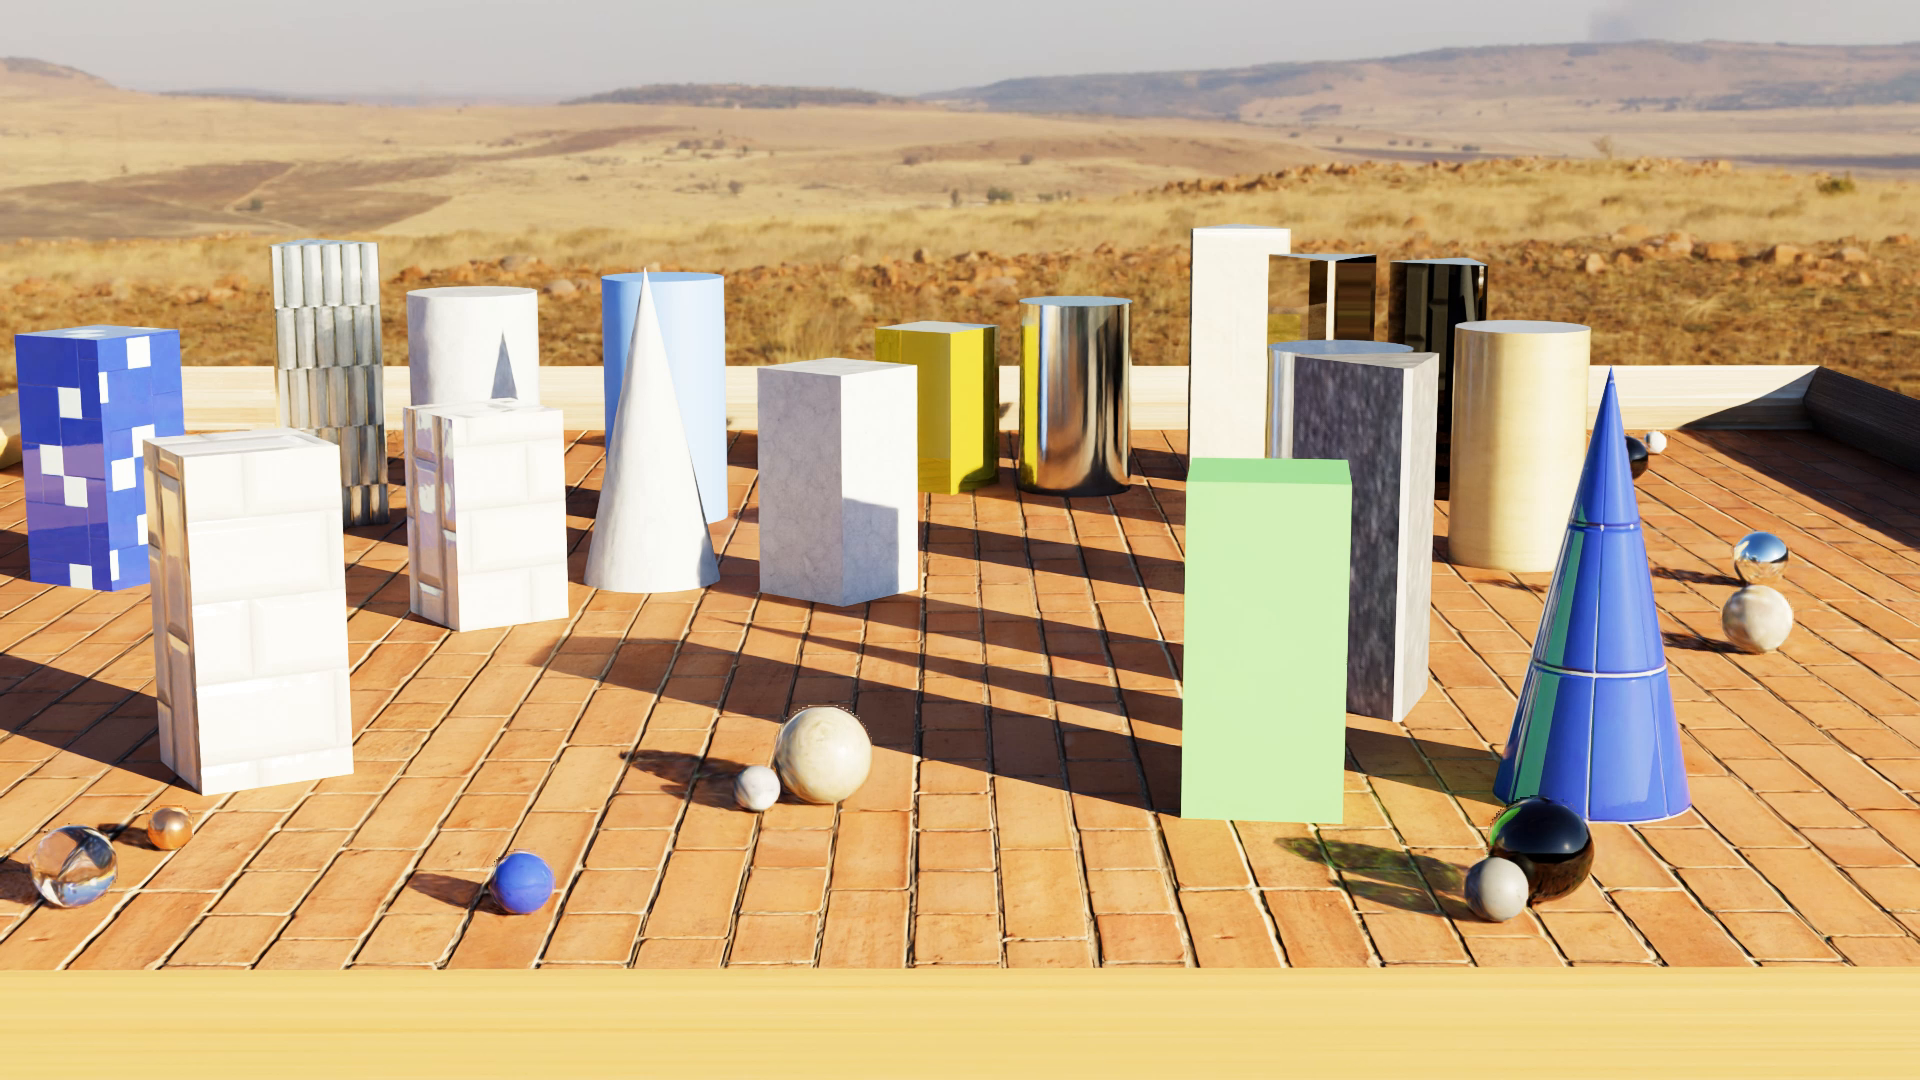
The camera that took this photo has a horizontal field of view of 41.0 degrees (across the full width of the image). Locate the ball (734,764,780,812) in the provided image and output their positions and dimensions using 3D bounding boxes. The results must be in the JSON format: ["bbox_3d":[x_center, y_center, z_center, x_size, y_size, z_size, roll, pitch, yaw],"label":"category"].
[{"bbox_3d":[-0.201,0.245,2.532,0.046,0.046,0.046,0,11,0],"label":"ball"}]

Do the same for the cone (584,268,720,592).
[{"bbox_3d":[-0.441,-0.163,3.637,0.195,0.446,0.195,0,11,0],"label":"cone"}]

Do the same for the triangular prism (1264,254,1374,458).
[{"bbox_3d":[0.560,-0.244,4.127,0.146,0.425,0.169,7,12,32],"label":"triangular prism"}]

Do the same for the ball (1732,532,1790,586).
[{"bbox_3d":[1.129,0.027,3.619,0.078,0.078,0.078,0,11,0],"label":"ball"}]

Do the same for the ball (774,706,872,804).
[{"bbox_3d":[-0.136,0.214,2.555,0.098,0.098,0.098,0,11,0],"label":"ball"}]

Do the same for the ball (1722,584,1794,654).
[{"bbox_3d":[0.997,0.099,3.209,0.086,0.086,0.086,0,11,0],"label":"ball"}]

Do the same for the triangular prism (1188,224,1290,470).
[{"bbox_3d":[0.490,-0.333,4.555,0.169,0.445,0.146,1,11,3],"label":"triangular prism"}]

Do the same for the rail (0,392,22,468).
[{"bbox_3d":[-1.718,0.034,3.439,0.045,0.127,3.495,0,11,0],"label":"rail"}]

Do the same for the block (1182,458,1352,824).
[{"bbox_3d":[0.303,0.096,2.547,0.156,0.334,0.156,1,11,7],"label":"block"}]

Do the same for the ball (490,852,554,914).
[{"bbox_3d":[-0.380,0.298,2.225,0.054,0.054,0.054,0,11,0],"label":"ball"}]

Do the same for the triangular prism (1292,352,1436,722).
[{"bbox_3d":[0.493,-0.012,2.952,0.146,0.398,0.169,-9,14,-39],"label":"triangular prism"}]

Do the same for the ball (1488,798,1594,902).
[{"bbox_3d":[0.511,0.273,2.256,0.092,0.092,0.092,0,11,0],"label":"ball"}]

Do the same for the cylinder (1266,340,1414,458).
[{"bbox_3d":[0.513,-0.088,3.491,0.195,0.350,0.195,0,11,0],"label":"cylinder"}]

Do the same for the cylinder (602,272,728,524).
[{"bbox_3d":[-0.477,-0.230,4.150,0.195,0.390,0.195,0,11,0],"label":"cylinder"}]

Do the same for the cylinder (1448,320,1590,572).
[{"bbox_3d":[0.825,-0.142,3.792,0.195,0.347,0.195,0,11,0],"label":"cylinder"}]

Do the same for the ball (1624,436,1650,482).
[{"bbox_3d":[1.170,-0.142,4.516,0.084,0.084,0.084,0,11,0],"label":"ball"}]

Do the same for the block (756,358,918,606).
[{"bbox_3d":[-0.170,-0.084,3.567,0.156,0.316,0.156,8,13,38],"label":"block"}]

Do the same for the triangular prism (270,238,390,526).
[{"bbox_3d":[-1.024,-0.253,4.111,0.169,0.449,0.146,-5,12,-25],"label":"triangular prism"}]

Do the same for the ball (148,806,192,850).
[{"bbox_3d":[-0.741,0.271,2.407,0.041,0.041,0.041,0,11,0],"label":"ball"}]

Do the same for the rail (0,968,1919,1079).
[{"bbox_3d":[0.010,0.347,1.754,3.483,0.127,0.045,0,11,0],"label":"rail"}]

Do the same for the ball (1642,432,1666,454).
[{"bbox_3d":[1.313,-0.184,4.850,0.044,0.044,0.044,0,11,0],"label":"ball"}]

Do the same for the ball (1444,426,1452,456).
[{"bbox_3d":[0.933,-0.182,4.754,0.074,0.074,0.074,0,11,0],"label":"ball"}]

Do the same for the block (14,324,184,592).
[{"bbox_3d":[-1.219,-0.120,3.658,0.156,0.353,0.156,5,12,27],"label":"block"}]

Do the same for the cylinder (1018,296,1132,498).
[{"bbox_3d":[0.199,-0.251,4.436,0.195,0.326,0.195,0,11,0],"label":"cylinder"}]

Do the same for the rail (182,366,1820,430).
[{"bbox_3d":[-0.010,-0.282,5.144,3.483,0.127,0.045,0,11,0],"label":"rail"}]

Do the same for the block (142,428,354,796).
[{"bbox_3d":[-0.739,0.069,2.662,0.156,0.344,0.156,-7,12,-32],"label":"block"}]

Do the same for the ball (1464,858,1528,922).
[{"bbox_3d":[0.461,0.301,2.206,0.055,0.055,0.055,0,11,0],"label":"ball"}]

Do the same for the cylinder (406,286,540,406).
[{"bbox_3d":[-0.740,-0.187,3.925,0.195,0.386,0.195,0,11,0],"label":"cylinder"}]

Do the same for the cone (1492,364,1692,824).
[{"bbox_3d":[0.636,0.043,2.546,0.195,0.438,0.195,0,11,0],"label":"cone"}]

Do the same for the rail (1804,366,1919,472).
[{"bbox_3d":[1.718,0.031,3.459,0.045,0.127,3.495,0,11,0],"label":"rail"}]

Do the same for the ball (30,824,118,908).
[{"bbox_3d":[-0.775,0.285,2.243,0.072,0.072,0.072,0,11,0],"label":"ball"}]

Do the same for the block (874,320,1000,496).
[{"bbox_3d":[-0.039,-0.233,4.473,0.156,0.278,0.156,7,12,32],"label":"block"}]

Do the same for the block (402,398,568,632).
[{"bbox_3d":[-0.631,-0.037,3.415,0.156,0.278,0.156,-7,13,-35],"label":"block"}]

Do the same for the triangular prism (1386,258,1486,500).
[{"bbox_3d":[0.832,-0.277,4.377,0.169,0.399,0.146,6,12,29],"label":"triangular prism"}]
